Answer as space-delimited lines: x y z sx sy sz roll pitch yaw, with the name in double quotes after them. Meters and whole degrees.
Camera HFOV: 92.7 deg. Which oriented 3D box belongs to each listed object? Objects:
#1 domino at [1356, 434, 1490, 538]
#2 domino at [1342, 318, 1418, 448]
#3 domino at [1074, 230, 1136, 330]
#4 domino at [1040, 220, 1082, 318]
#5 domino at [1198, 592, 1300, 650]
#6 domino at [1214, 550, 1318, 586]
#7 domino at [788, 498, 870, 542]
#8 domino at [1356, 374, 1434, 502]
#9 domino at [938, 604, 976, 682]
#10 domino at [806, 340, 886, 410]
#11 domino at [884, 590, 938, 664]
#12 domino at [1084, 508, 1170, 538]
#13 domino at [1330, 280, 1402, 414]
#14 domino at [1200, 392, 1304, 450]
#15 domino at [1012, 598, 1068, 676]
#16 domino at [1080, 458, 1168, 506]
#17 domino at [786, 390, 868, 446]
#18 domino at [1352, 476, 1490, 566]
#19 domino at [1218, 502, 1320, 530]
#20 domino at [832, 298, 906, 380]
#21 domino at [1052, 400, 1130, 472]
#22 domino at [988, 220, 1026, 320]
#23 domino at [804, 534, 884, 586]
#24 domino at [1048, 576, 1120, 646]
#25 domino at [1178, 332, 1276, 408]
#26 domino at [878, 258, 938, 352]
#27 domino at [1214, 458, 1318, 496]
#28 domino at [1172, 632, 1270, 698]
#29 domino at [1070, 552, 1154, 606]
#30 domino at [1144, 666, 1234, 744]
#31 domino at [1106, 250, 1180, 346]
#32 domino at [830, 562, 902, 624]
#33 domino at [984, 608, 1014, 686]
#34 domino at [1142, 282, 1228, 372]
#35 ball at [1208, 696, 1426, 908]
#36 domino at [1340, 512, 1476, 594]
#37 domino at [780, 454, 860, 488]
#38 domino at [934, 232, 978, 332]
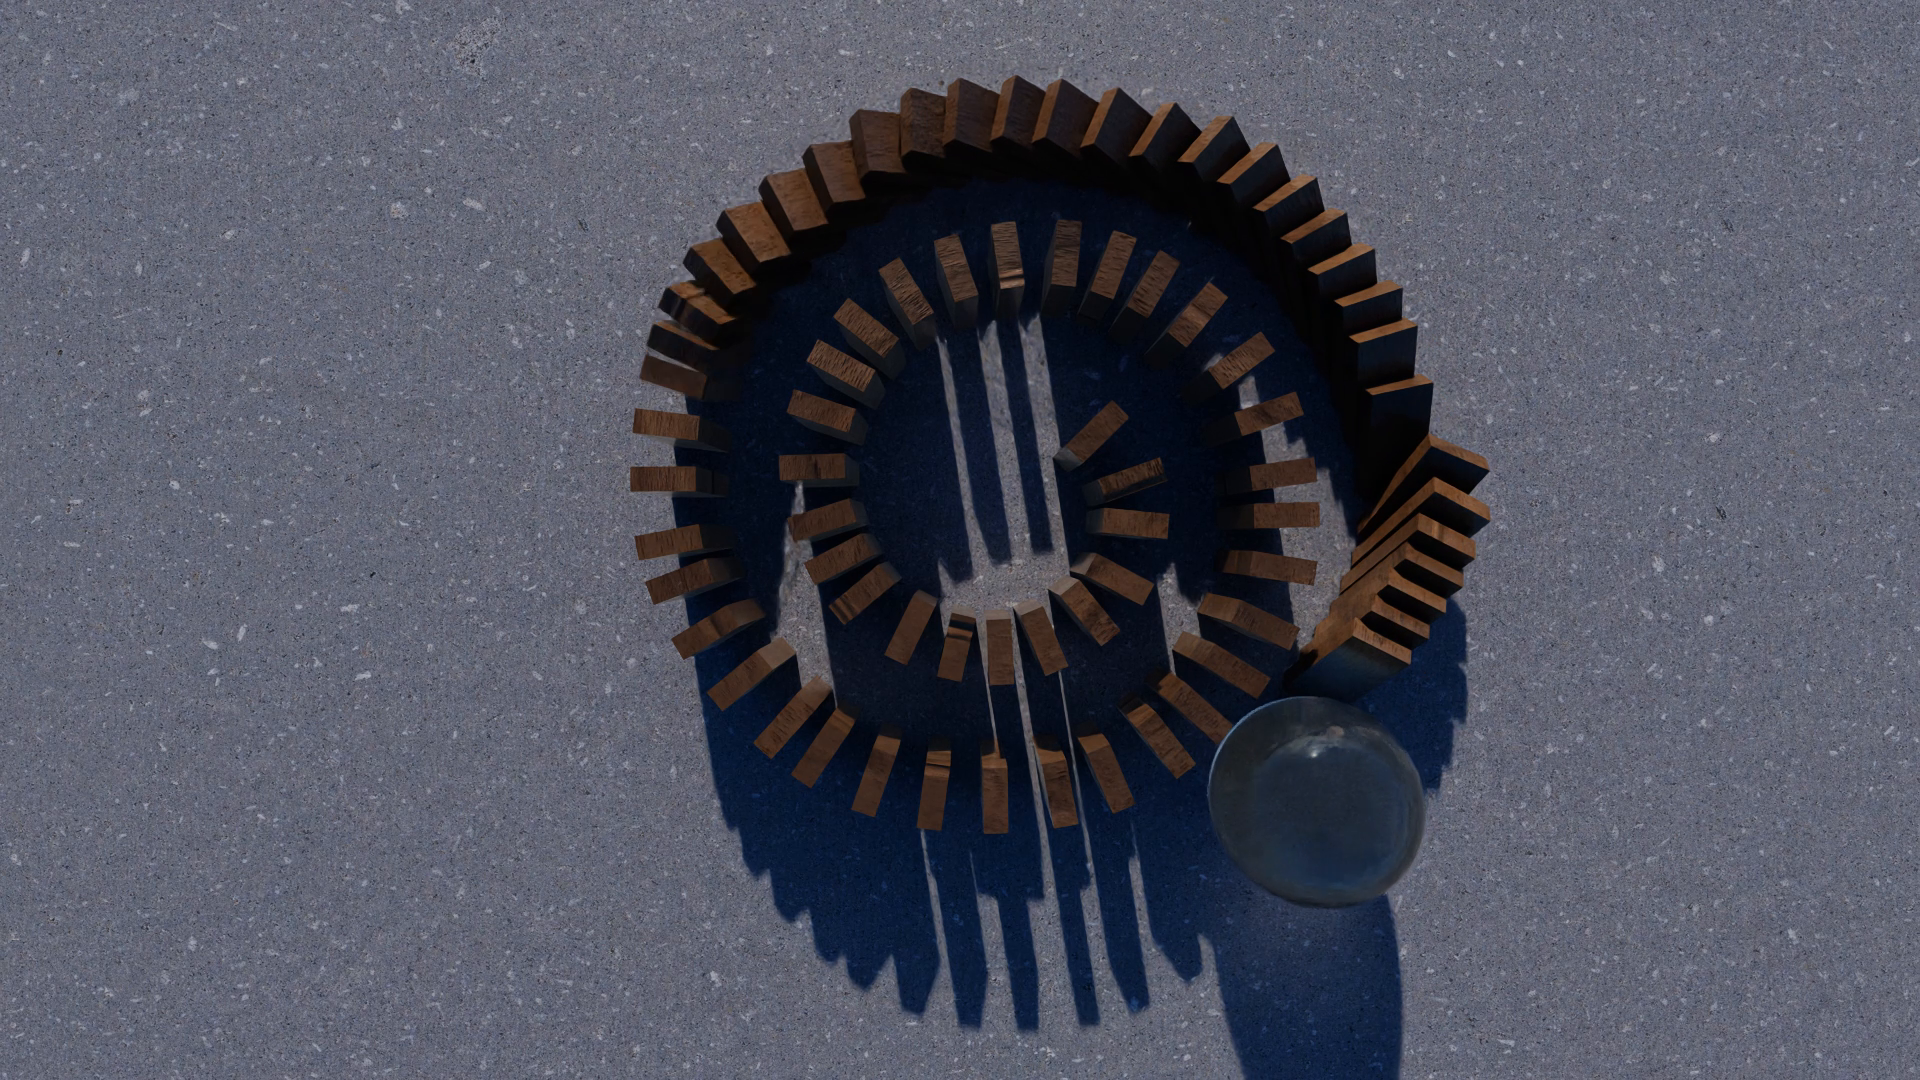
0.191 -0.018 0.380 0.025 0.009 0.050 23 131 0 "domino"
0.174 -0.065 0.381 0.025 0.010 0.050 -17 126 -2 "domino"
0.059 -0.105 0.375 0.009 0.050 0.025 21 90 0 "domino"
0.041 -0.110 0.375 0.009 0.050 0.025 6 90 0 "domino"
0.117 0.033 0.375 0.025 0.050 0.010 26 90 0 "domino"
0.124 0.011 0.375 0.025 0.050 0.009 9 90 0 "domino"
-0.053 -0.008 0.375 0.025 0.050 0.010 -18 90 0 "domino"
0.181 -0.042 0.383 0.025 0.010 0.050 -12 121 0 "domino"
-0.001 0.041 0.375 0.009 0.050 0.025 13 90 0 "domino"
-0.045 -0.067 0.375 0.025 0.050 0.009 29 90 0 "domino"
-0.019 0.035 0.375 0.009 0.050 0.025 26 90 0 "domino"
0.067 -0.006 0.375 0.025 0.050 0.010 6 90 0 "domino"
0.169 -0.079 0.381 0.025 0.009 0.050 -18 126 -1 "domino"
0.118 -0.048 0.375 0.025 0.050 0.009 -19 90 0 "domino"
0.032 0.039 0.375 0.010 0.050 0.025 -23 90 0 "domino"
0.066 -0.023 0.375 0.025 0.050 0.010 -20 90 0 "domino"
-0.053 -0.049 0.375 0.025 0.050 0.009 18 90 0 "domino"
0.189 -0.001 0.378 0.025 0.050 0.010 28 47 -1 "domino"
0.125 -0.010 0.375 0.025 0.050 0.010 -1 90 0 "domino"
-0.036 -0.081 0.375 0.025 0.050 0.010 39 90 0 "domino"
0.053 -0.041 0.375 0.025 0.050 0.009 -45 90 0 "domino"
0.018 -0.109 0.375 0.009 0.050 0.025 -9 90 0 "domino"
-0.047 0.007 0.375 0.025 0.050 0.009 -27 90 0 "domino"
0.050 0.028 0.375 0.009 0.050 0.025 -39 90 0 "domino"
0.108 -0.069 0.375 0.025 0.050 0.009 -36 90 0 "domino"
-0.021 -0.095 0.375 0.010 0.050 0.025 -32 90 0 "domino"
0.124 -0.025 0.375 0.025 0.050 0.009 -8 90 0 "domino"
0.106 0.050 0.375 0.025 0.050 0.009 32 90 0 "domino"
0.061 0.015 0.375 0.025 0.050 0.009 28 90 0 "domino"
0.092 0.066 0.375 0.025 0.050 0.009 42 90 0 "domino"
0.074 -0.098 0.375 0.010 0.050 0.025 30 90 0 "domino"
-0.038 0.021 0.375 0.025 0.050 0.009 -40 90 0 "domino"
0.015 0.043 0.375 0.009 0.050 0.025 -3 90 0 "domino"
0.091 -0.086 0.375 0.009 0.050 0.025 40 90 0 "domino"
0.139 0.102 0.360 0.080 0.080 0.080 0 90 0 "ball"
0.183 0.012 0.377 0.025 0.050 0.009 27 52 0 "domino"
-0.056 -0.028 0.375 0.025 0.050 0.009 -2 90 0 "domino"
-0.001 -0.104 0.375 0.009 0.050 0.025 -19 90 0 "domino"
